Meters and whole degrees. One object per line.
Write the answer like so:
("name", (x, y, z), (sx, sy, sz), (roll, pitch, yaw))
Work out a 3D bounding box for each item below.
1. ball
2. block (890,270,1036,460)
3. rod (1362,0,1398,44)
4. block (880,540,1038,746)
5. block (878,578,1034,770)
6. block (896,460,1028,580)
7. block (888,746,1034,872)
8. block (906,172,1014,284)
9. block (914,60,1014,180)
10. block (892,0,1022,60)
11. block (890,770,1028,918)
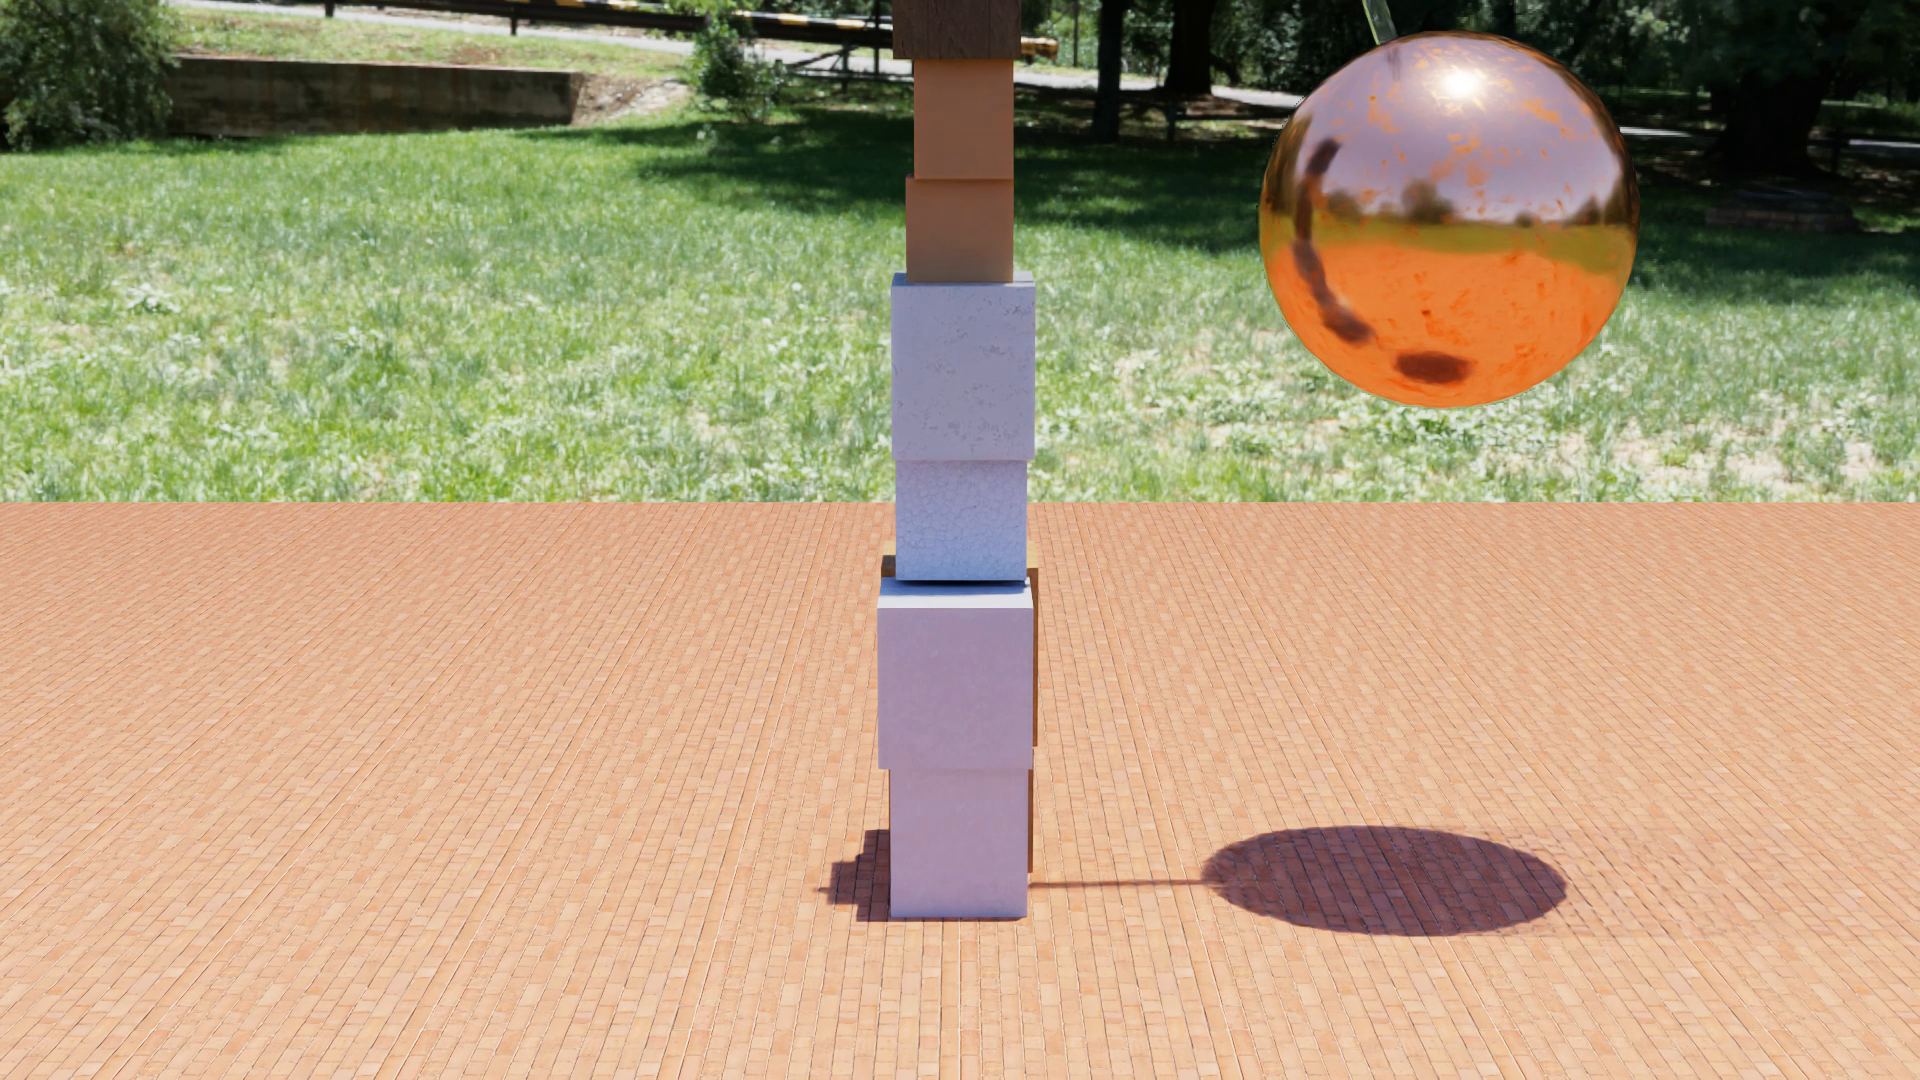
("ball", (2.074, -1.362, 10.933), (1.600, 1.600, 1.600), (0, 10, 0))
("block", (0.014, -0.759, 11.022), (0.601, 0.729, 0.669), (0, 12, 0))
("rod", (0.899, -4.501, 10.362), (0.080, 5.200, 0.080), (-20, 10, 4))
("block", (-0.001, 0.459, 11.603), (0.690, 0.806, 0.655), (0, 10, 0))
("block", (-0.020, 0.559, 10.944), (0.644, 0.686, 0.658), (0, 10, 0))
("block", (0.006, -0.140, 11.149), (0.559, 0.535, 0.488), (0, 12, 0))
("block", (0.005, 1.141, 11.698), (0.641, 0.570, 0.674), (0, 10, 0))
("block", (-0.001, -1.330, 10.906), (0.449, 0.436, 0.400), (0, 12, 0))
("block", (0.016, -1.782, 10.813), (0.410, 0.487, 0.480), (0, 12, 0))
("block", (-0.012, -2.328, 10.701), (0.524, 0.627, 0.591), (0, 12, 0))
("block", (-0.003, 1.217, 11.054), (0.575, 0.650, 0.601), (0, 10, 0))
